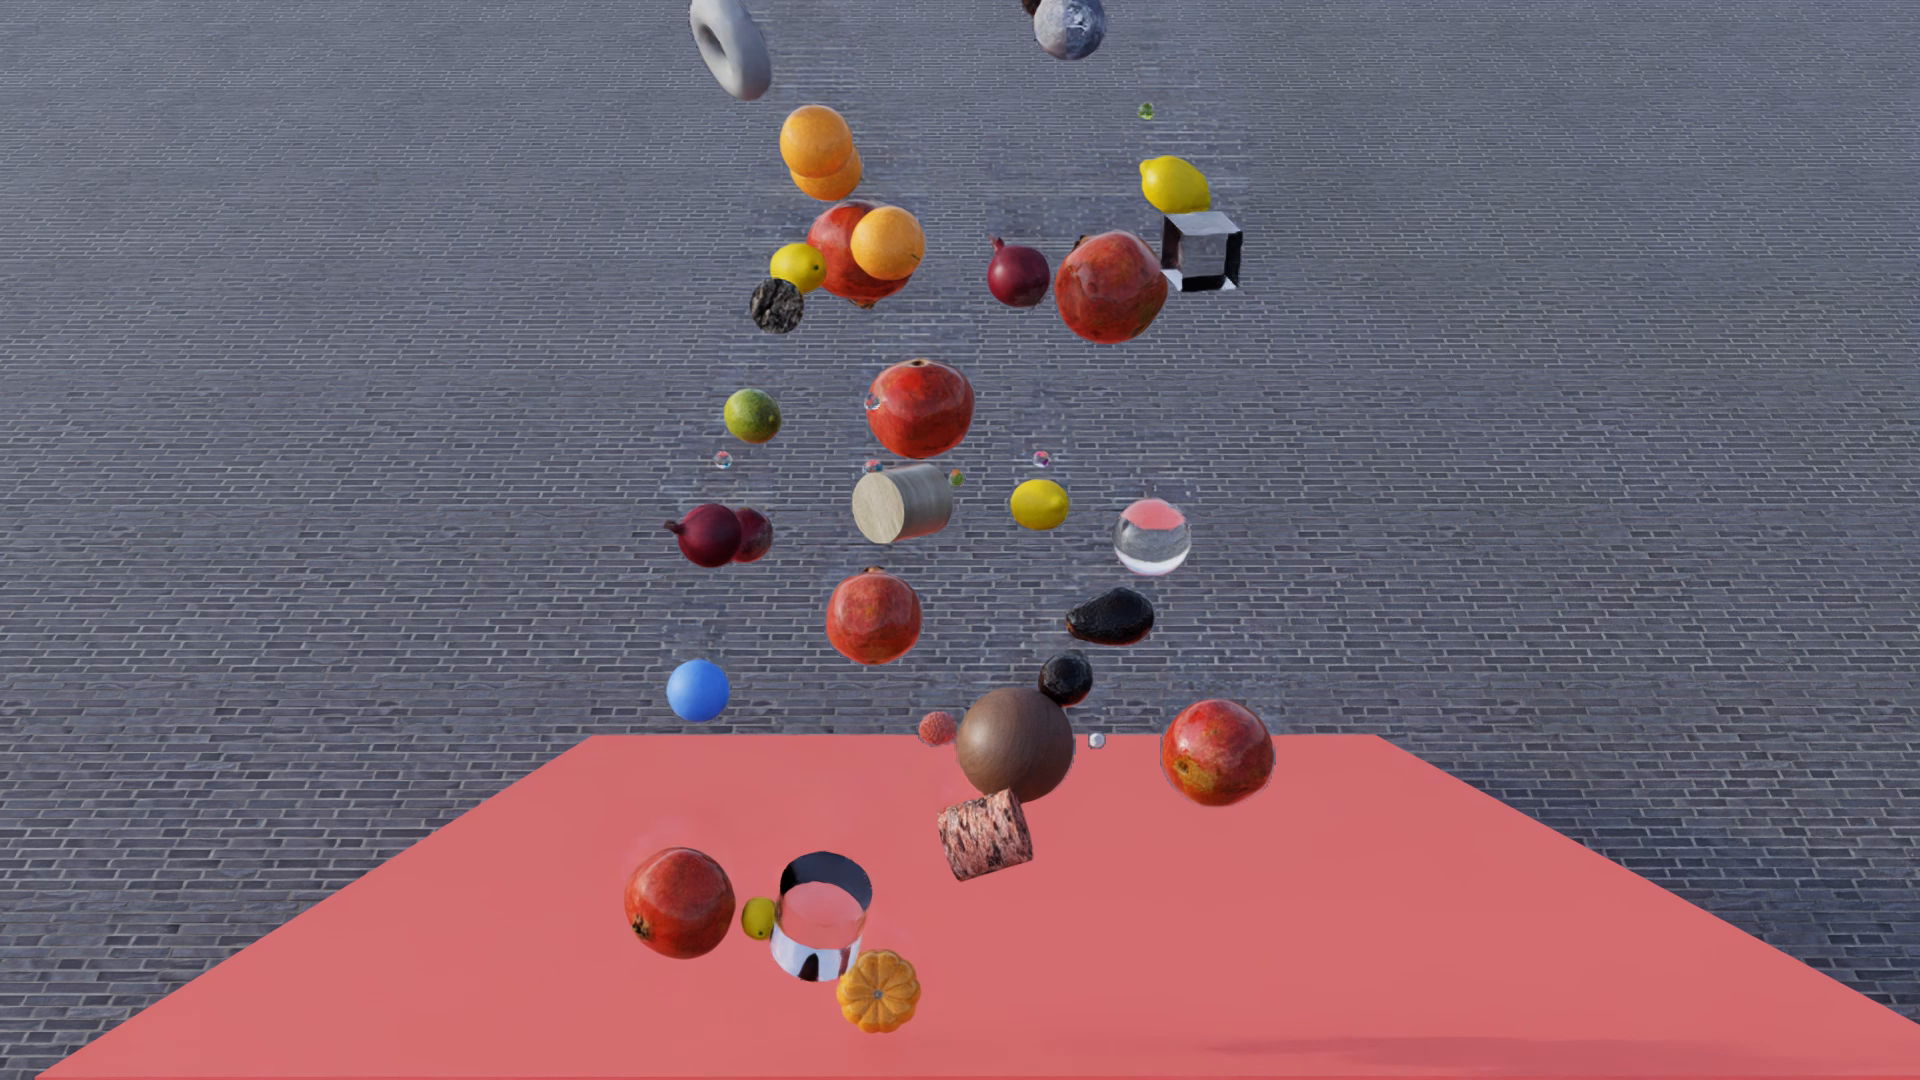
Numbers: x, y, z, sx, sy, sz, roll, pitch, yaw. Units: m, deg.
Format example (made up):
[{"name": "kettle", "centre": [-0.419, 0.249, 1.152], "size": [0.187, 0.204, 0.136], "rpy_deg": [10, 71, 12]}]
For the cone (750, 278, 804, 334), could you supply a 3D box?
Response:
[{"name": "cone", "centre": [-0.166, -0.223, 2.451], "size": [0.053, 0.053, 0.053], "rpy_deg": [6, 10, 12]}]

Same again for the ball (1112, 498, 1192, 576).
[{"name": "ball", "centre": [0.205, -0.003, 2.766], "size": [0.084, 0.084, 0.084], "rpy_deg": [0, 28, 0]}]

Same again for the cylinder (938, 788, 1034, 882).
[{"name": "cylinder", "centre": [0.026, 0.303, 2.654], "size": [0.077, 0.077, 0.077], "rpy_deg": [-18, 27, 8]}]

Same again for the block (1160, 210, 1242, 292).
[{"name": "block", "centre": [0.210, -0.252, 2.255], "size": [0.052, 0.052, 0.052], "rpy_deg": [-6, 29, -15]}]

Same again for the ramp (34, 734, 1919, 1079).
[{"name": "ramp", "centre": [0.063, 0.570, 4.611], "size": [2.000, 0.100, 4.000], "rpy_deg": [0, 1, 0]}]

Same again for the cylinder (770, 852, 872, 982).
[{"name": "cylinder", "centre": [-0.141, 0.380, 2.607], "size": [0.093, 0.093, 0.093], "rpy_deg": [7, 43, -7]}]

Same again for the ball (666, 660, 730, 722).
[{"name": "ball", "centre": [-0.259, 0.149, 2.558], "size": [0.062, 0.062, 0.062], "rpy_deg": [0, 28, 0]}]

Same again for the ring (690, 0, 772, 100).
[{"name": "ring", "centre": [-0.222, -0.480, 2.504], "size": [0.038, 0.115, 0.115], "rpy_deg": [-31, 37, -15]}]

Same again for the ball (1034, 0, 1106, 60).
[{"name": "ball", "centre": [0.101, -0.476, 2.383], "size": [0.067, 0.067, 0.067], "rpy_deg": [0, 28, 0]}]
